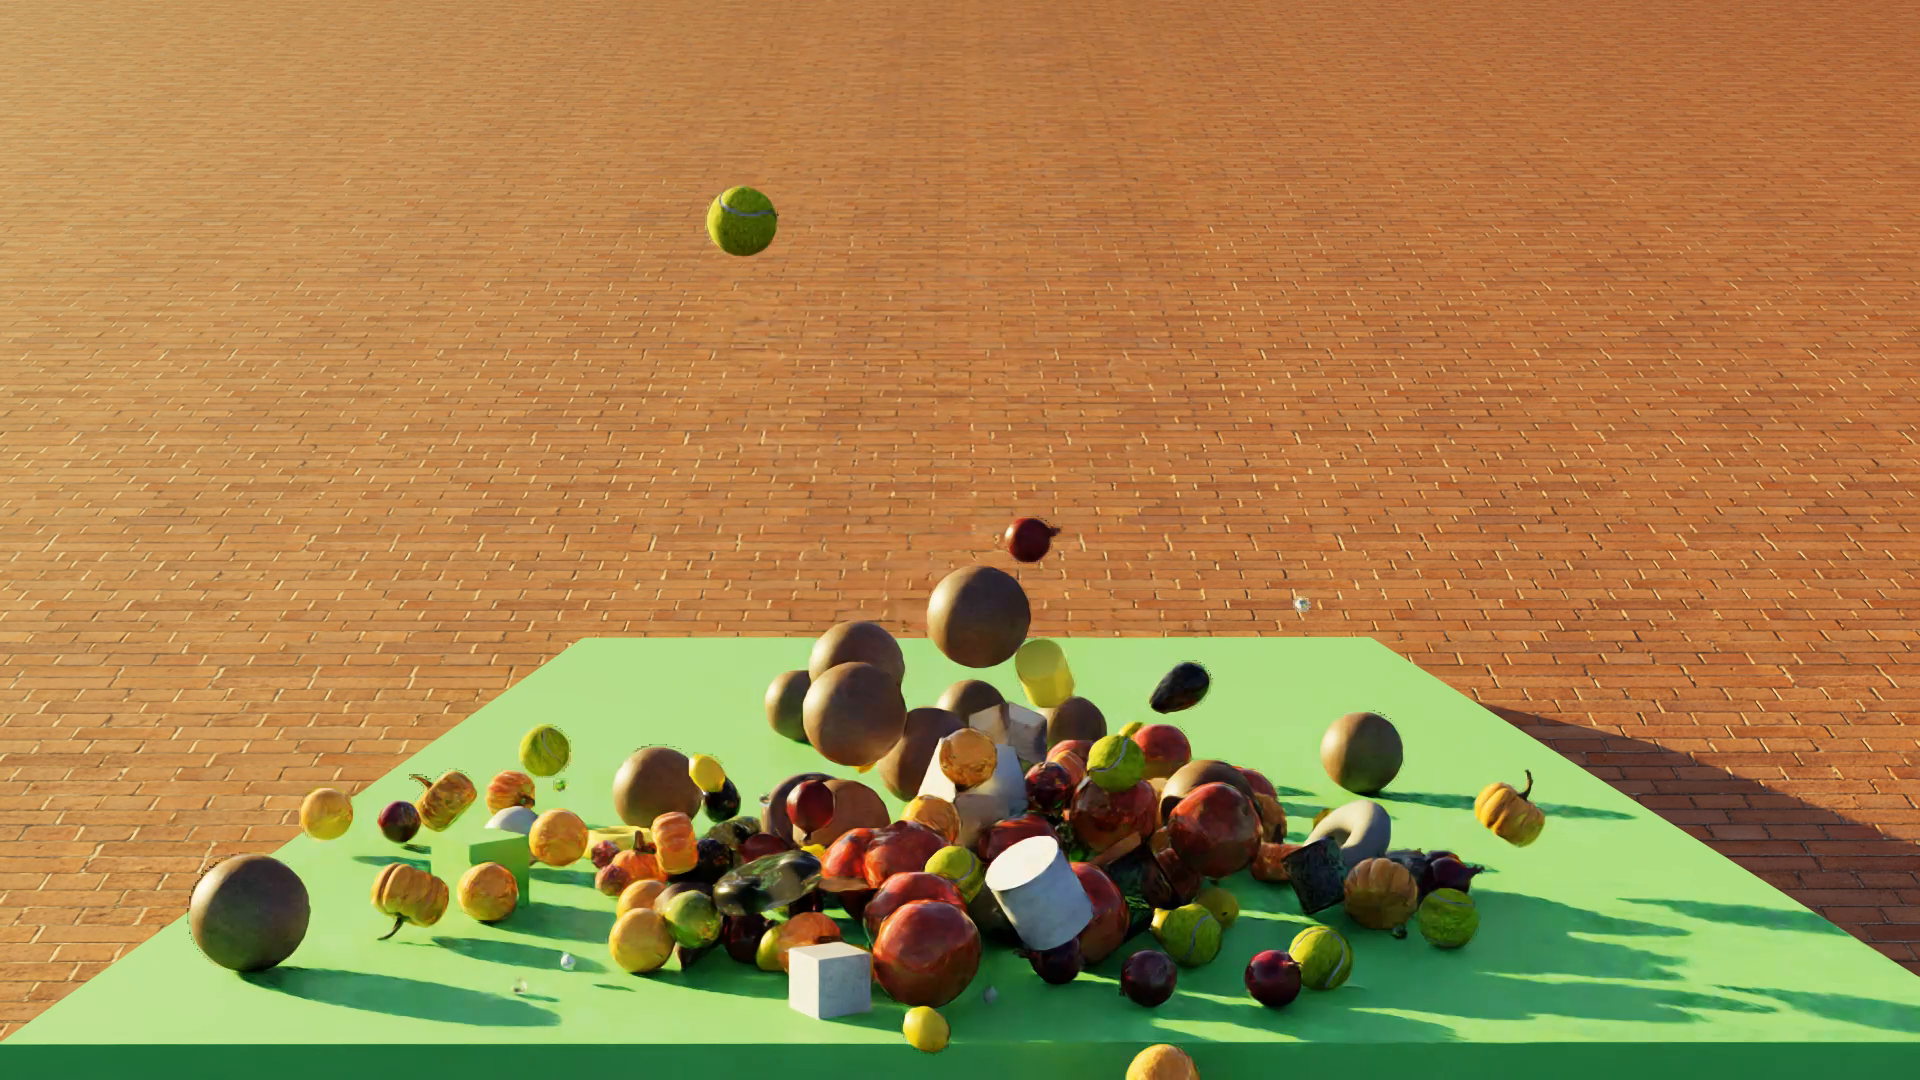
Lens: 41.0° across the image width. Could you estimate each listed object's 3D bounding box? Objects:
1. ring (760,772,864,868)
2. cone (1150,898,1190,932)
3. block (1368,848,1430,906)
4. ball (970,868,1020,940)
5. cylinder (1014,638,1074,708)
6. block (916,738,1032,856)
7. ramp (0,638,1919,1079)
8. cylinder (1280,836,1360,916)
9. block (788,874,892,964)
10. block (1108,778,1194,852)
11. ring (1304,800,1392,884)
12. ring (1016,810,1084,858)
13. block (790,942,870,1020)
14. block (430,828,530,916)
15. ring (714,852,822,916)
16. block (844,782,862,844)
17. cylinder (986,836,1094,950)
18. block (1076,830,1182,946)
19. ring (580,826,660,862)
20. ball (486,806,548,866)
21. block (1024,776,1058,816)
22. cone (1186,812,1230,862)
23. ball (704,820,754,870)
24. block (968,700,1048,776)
[{"bbox_3d":[-0.199,0.379,3.467,0.141,0.047,0.141,3,58,-5],"label":"ring"},{"bbox_3d":[0.240,0.452,3.059,0.050,0.050,0.050,16,40,38],"label":"cone"},{"bbox_3d":[0.552,0.424,3.231,0.058,0.058,0.058,-1,4,-15],"label":"block"},{"bbox_3d":[0.056,0.422,2.999,0.090,0.090,0.090,0,20,0],"label":"ball"},{"bbox_3d":[0.105,0.167,3.203,0.062,0.062,0.062,-10,48,11],"label":"cylinder"},{"bbox_3d":[0.017,0.323,3.217,0.099,0.099,0.099,7,35,-20],"label":"block"},{"bbox_3d":[0.047,0.422,4.534,2.000,0.100,4.000,0,4,0],"label":"ramp"},{"bbox_3d":[0.440,0.409,3.132,0.073,0.073,0.073,-23,-15,-6],"label":"cylinder"},{"bbox_3d":[-0.136,0.431,2.898,0.085,0.085,0.085,-2,3,-30],"label":"block"},{"bbox_3d":[0.268,0.386,3.600,0.087,0.087,0.087,-2,4,-25],"label":"block"},{"bbox_3d":[0.485,0.392,3.246,0.049,0.146,0.146,42,14,-14],"label":"ring"},{"bbox_3d":[0.121,0.402,3.503,0.102,0.102,0.034,10,63,25],"label":"ring"},{"bbox_3d":[-0.135,0.457,2.669,0.062,0.062,0.062,-2,4,-32],"label":"block"},{"bbox_3d":[-0.598,0.412,3.200,0.087,0.087,0.087,-4,5,-44],"label":"block"},{"bbox_3d":[-0.214,0.381,2.853,0.127,0.042,0.127,-18,5,2],"label":"ring"},{"bbox_3d":[-0.192,0.388,3.605,0.085,0.085,0.085,1,4,19],"label":"block"},{"bbox_3d":[0.086,0.380,2.763,0.087,0.087,0.087,-26,22,11],"label":"cylinder"},{"bbox_3d":[0.197,0.407,3.007,0.087,0.087,0.087,-33,3,2],"label":"block"},{"bbox_3d":[-0.466,0.417,3.521,0.110,0.037,0.110,-1,3,0],"label":"ring"},{"bbox_3d":[-0.593,0.399,3.429,0.085,0.085,0.085,0,20,0],"label":"ball"},{"bbox_3d":[0.097,0.386,3.764,0.068,0.068,0.068,-3,4,-37],"label":"block"},{"bbox_3d":[0.340,0.403,3.515,0.063,0.063,0.063,0,2,0],"label":"cone"},{"bbox_3d":[-0.309,0.408,3.431,0.066,0.066,0.066,0,20,0],"label":"ball"},{"bbox_3d":[0.064,0.267,3.399,0.074,0.074,0.074,25,-35,-38],"label":"block"}]
